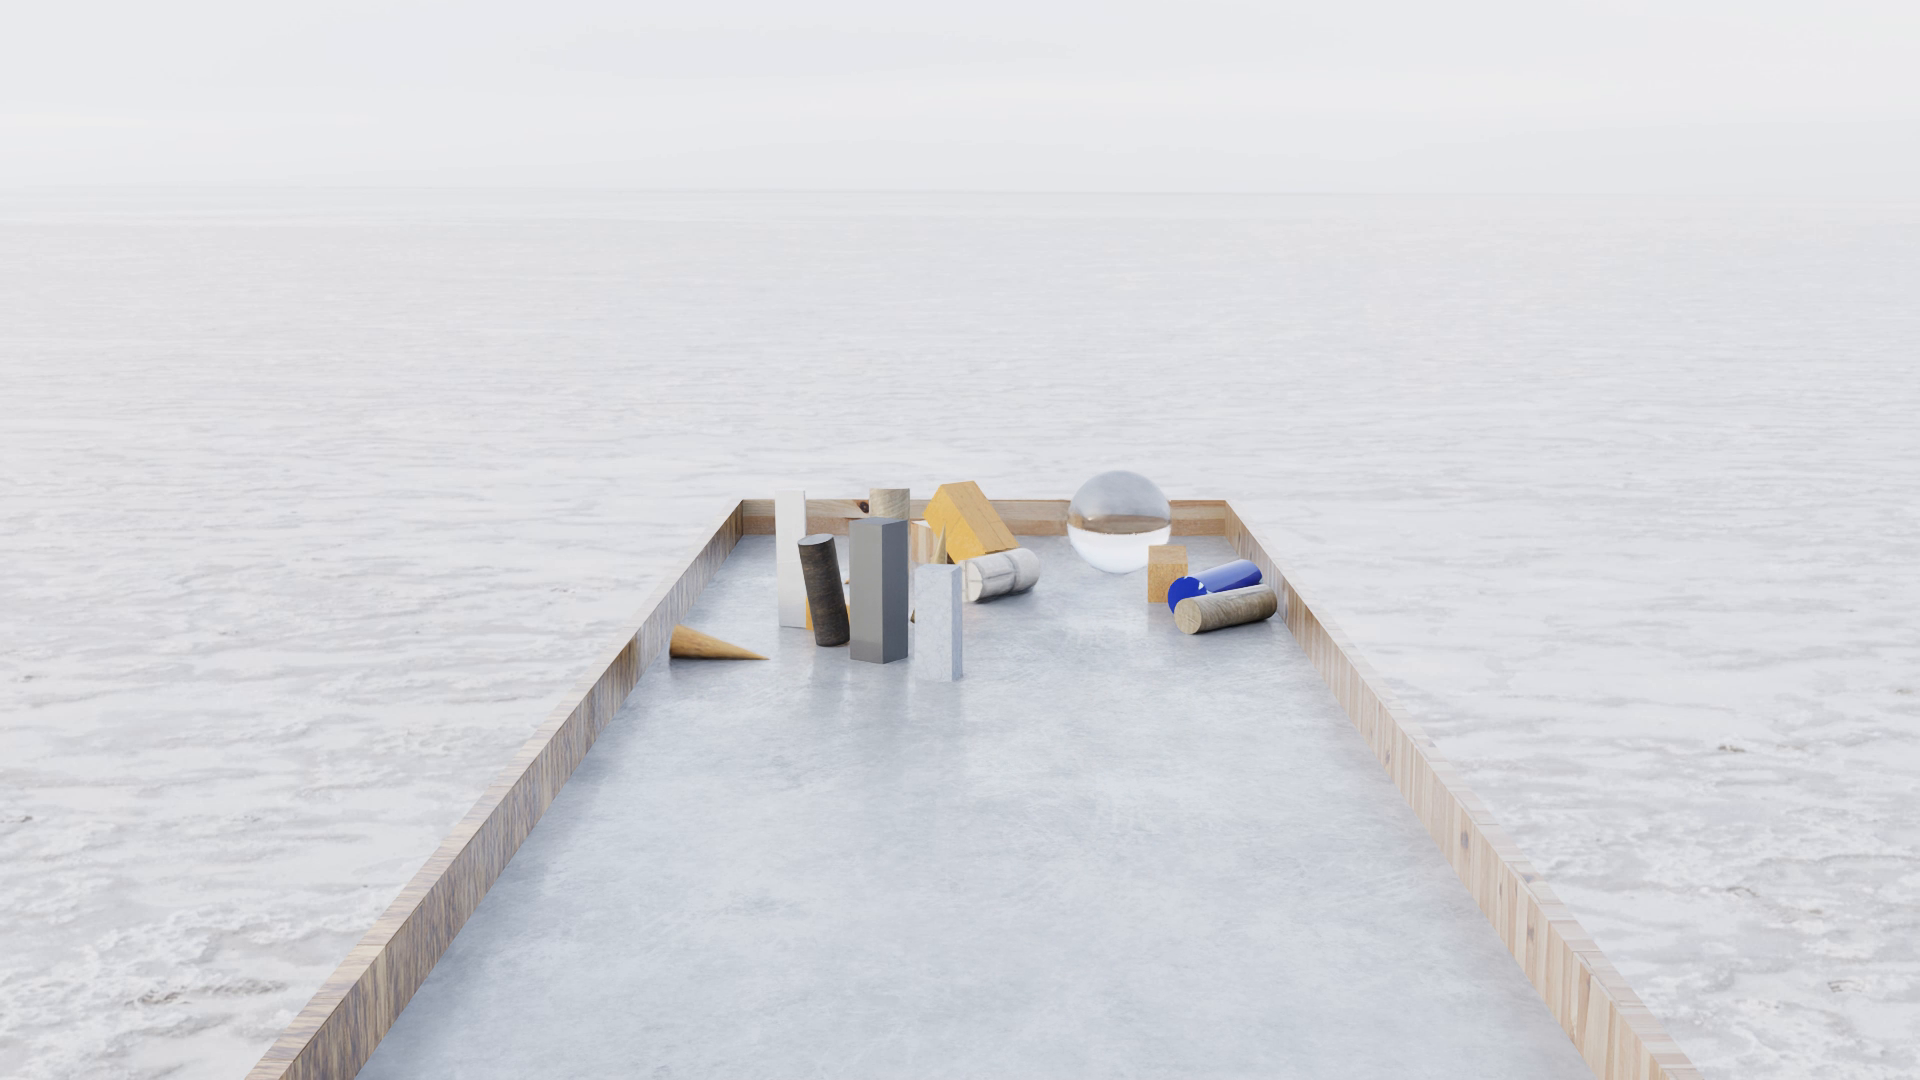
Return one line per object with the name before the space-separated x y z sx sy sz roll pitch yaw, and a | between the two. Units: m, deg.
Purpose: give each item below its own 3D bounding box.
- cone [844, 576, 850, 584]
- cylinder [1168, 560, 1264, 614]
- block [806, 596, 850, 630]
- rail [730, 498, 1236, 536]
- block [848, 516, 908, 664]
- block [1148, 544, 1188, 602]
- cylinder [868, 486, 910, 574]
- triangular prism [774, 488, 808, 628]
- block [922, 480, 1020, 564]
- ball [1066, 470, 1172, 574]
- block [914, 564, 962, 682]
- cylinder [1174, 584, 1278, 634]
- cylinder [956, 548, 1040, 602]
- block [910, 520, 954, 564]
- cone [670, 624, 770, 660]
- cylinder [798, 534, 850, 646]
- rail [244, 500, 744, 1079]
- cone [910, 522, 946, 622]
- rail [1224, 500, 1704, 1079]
cone | -0.356 0.111 8.118 0.122 0.122 0.306 5 21 27
cylinder | 0.869 0.170 7.453 0.153 0.153 0.415 6 11 33
block | -0.334 0.252 7.070 0.108 0.108 0.368 -9 13 -44
rail | 0.099 -0.098 9.147 2.100 0.150 0.050 0 9 1
block | -0.248 0.151 6.694 0.126 0.426 0.126 6 11 36
block | 0.738 0.118 7.825 0.137 0.137 0.408 1 9 5
cylinder | -0.234 0.050 7.243 0.135 0.445 0.135 1 4 0
triangular prism | -0.528 0.055 7.219 0.114 0.450 0.098 2 8 27
block | 0.041 -0.034 8.121 0.165 0.165 0.339 -8 52 -40
ball | 0.592 -0.066 8.186 0.389 0.389 0.389 0 9 0
block | -0.062 0.241 6.452 0.112 0.326 0.112 3 9 16
cylinder | 0.874 0.226 7.216 0.383 0.116 0.116 -8 12 -42
cylinder | 0.124 0.123 7.763 0.147 0.147 0.343 7 11 37
block | -0.052 0.021 8.397 0.151 0.151 0.318 -4 10 -26
cone | -0.726 0.337 6.717 0.305 0.104 0.104 10 10 3
cylinder | -0.424 0.157 6.893 0.114 0.336 0.114 -9 16 2
rail | -1.004 0.839 3.234 0.050 0.150 12.000 0 9 1
cone | -0.075 0.104 7.186 0.125 0.348 0.125 9 13 -2
rail | 1.046 0.843 3.208 0.050 0.150 12.000 0 9 1
